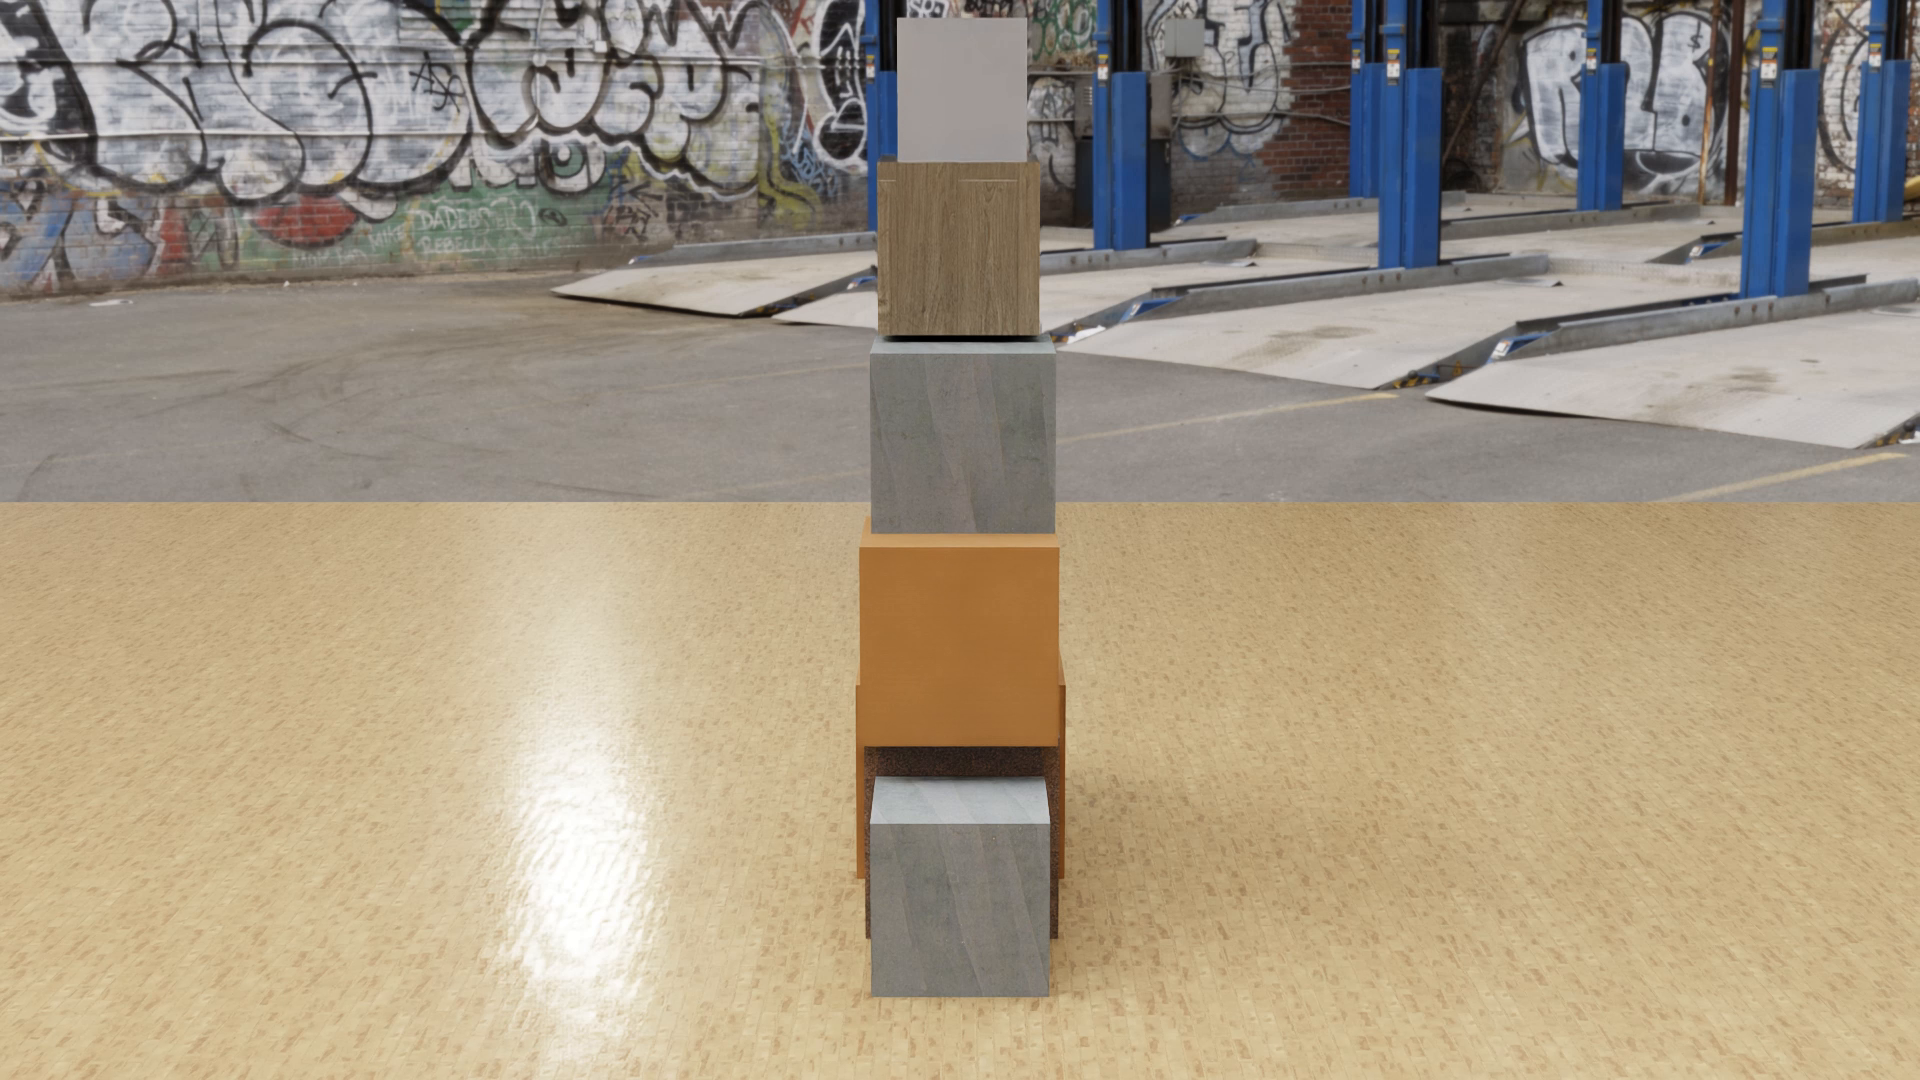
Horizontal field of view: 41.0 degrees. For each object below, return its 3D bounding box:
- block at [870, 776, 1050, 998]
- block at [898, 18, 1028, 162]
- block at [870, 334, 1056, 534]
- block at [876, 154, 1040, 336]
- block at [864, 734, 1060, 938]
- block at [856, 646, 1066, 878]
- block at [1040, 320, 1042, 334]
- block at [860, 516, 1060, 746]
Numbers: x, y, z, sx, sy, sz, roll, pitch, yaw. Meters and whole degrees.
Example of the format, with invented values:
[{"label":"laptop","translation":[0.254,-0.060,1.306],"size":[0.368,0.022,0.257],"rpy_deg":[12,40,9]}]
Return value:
[{"label":"block","translation":[0.001,1.360,10.147],"size":[0.685,0.693,0.666],"rpy_deg":[0,10,0]},{"label":"block","translation":[0.009,-1.904,10.807],"size":[0.533,0.582,0.535],"rpy_deg":[0,12,0]},{"label":"block","translation":[0.013,-0.459,10.741],"size":[0.747,0.733,0.803],"rpy_deg":[0,10,0]},{"label":"block","translation":[-0.006,-1.271,10.940],"size":[0.671,0.712,0.671],"rpy_deg":[0,12,0]},{"label":"block","translation":[0.007,1.150,10.858],"size":[0.792,0.853,0.790],"rpy_deg":[0,10,0]},{"label":"block","translation":[0.003,0.987,11.678],"size":[0.917,0.879,0.861],"rpy_deg":[0,10,0]},{"label":"block","translation":[0.004,-0.590,11.486],"size":[0.698,0.827,0.690],"rpy_deg":[0,10,0]},{"label":"block","translation":[-0.003,0.362,10.541],"size":[0.790,0.810,0.721],"rpy_deg":[0,10,0]}]
